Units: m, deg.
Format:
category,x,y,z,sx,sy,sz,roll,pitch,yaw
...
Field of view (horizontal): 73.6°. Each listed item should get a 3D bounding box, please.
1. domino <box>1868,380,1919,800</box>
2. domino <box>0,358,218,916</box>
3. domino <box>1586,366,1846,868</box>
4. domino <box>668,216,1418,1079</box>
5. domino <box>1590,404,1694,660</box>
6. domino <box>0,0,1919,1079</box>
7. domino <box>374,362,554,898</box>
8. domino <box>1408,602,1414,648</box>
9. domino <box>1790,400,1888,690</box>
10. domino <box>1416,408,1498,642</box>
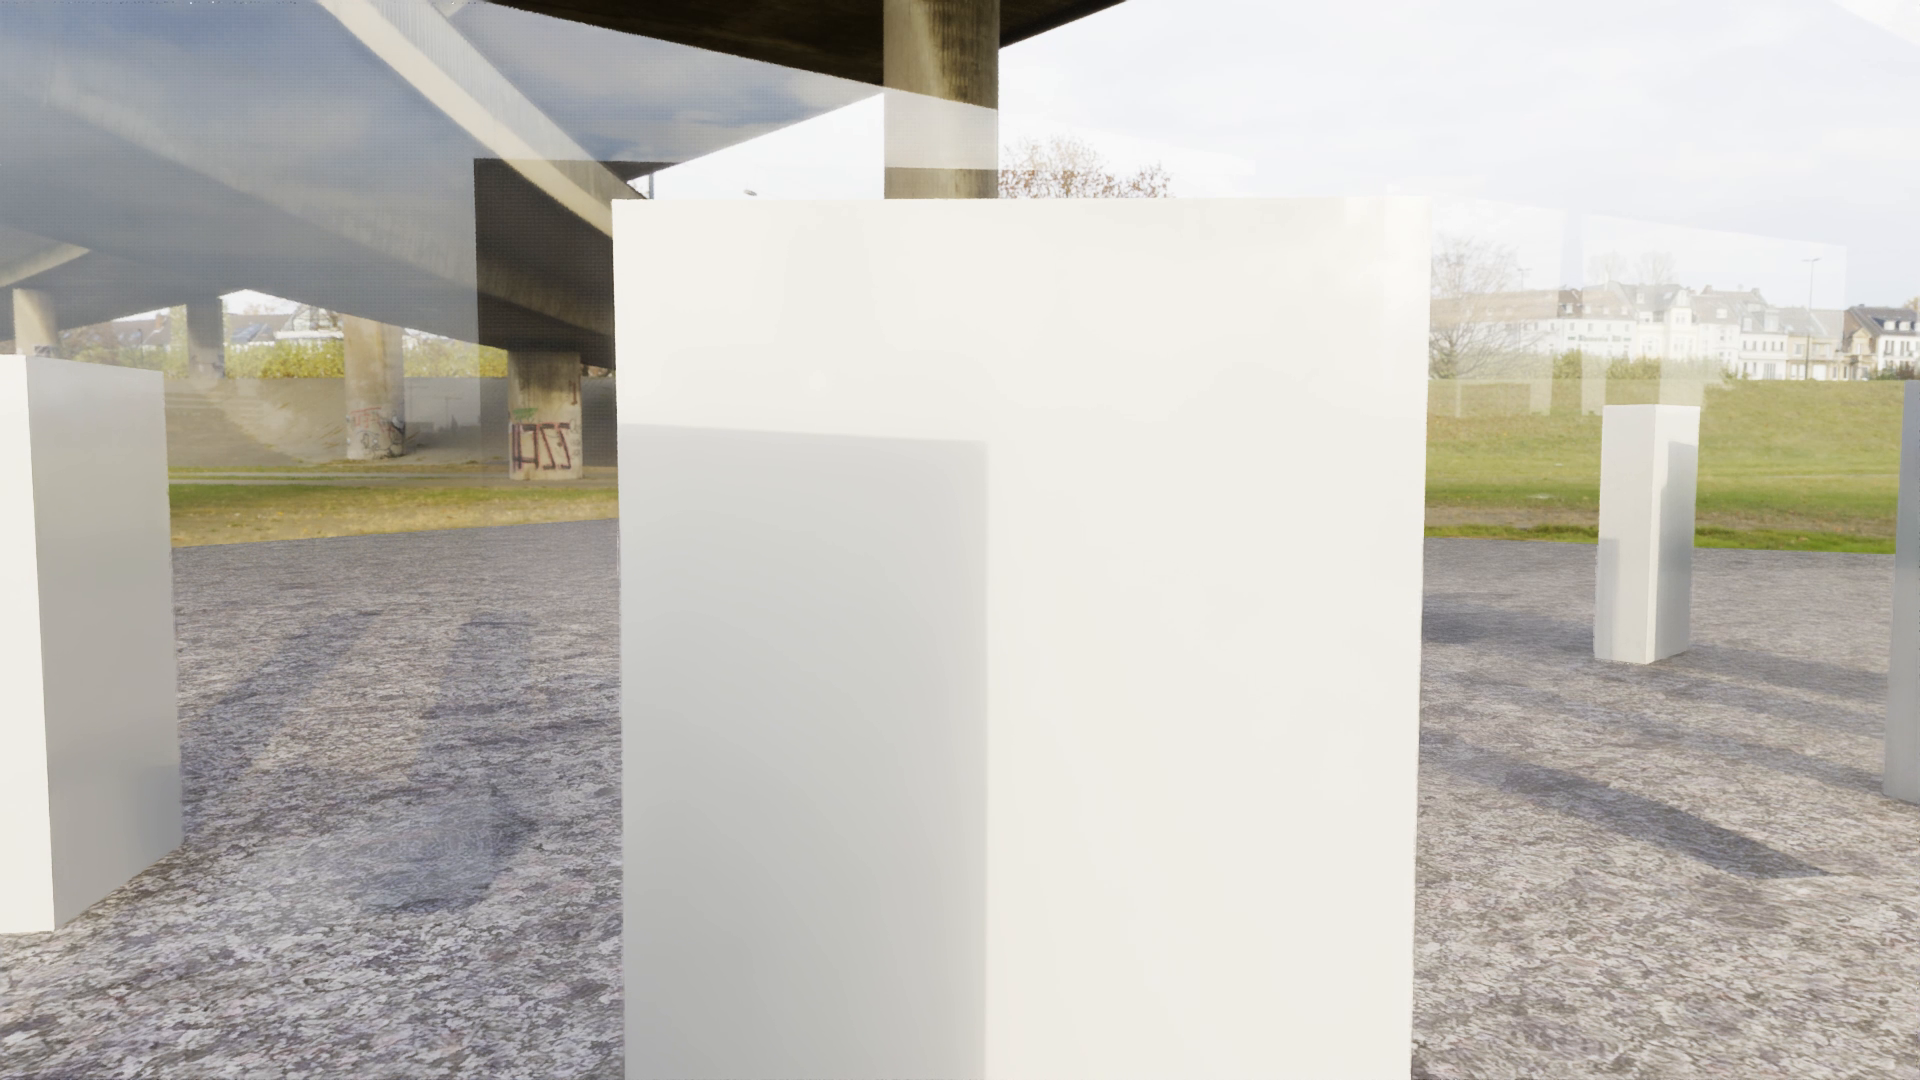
category,x,y,z,sx,sy,sz,roll,pitch,yaw
domino,0.121,0.007,0.147,0.010,0.050,0.025,-1,4,-15
domino,-0.085,0.008,0.127,0.009,0.050,0.025,-1,4,-9
domino,0.081,0.007,0.140,0.009,0.050,0.025,-1,4,-7
domino,0.003,0.014,0.049,0.025,0.050,0.009,0,4,2
domino,0.139,-0.002,0.262,0.025,0.050,0.010,-4,6,-43
domino,-0.002,0.017,0.013,0.025,0.050,0.010,1,4,13
domino,-0.050,0.008,0.132,0.009,0.050,0.025,0,4,-5
domino,0.069,0.017,0.278,0.025,0.009,0.050,-4,6,-41
domino,0.162,0.000,0.230,0.025,0.050,0.009,-2,5,-27
domino,0.111,-0.004,0.286,0.010,0.050,0.025,3,5,36
